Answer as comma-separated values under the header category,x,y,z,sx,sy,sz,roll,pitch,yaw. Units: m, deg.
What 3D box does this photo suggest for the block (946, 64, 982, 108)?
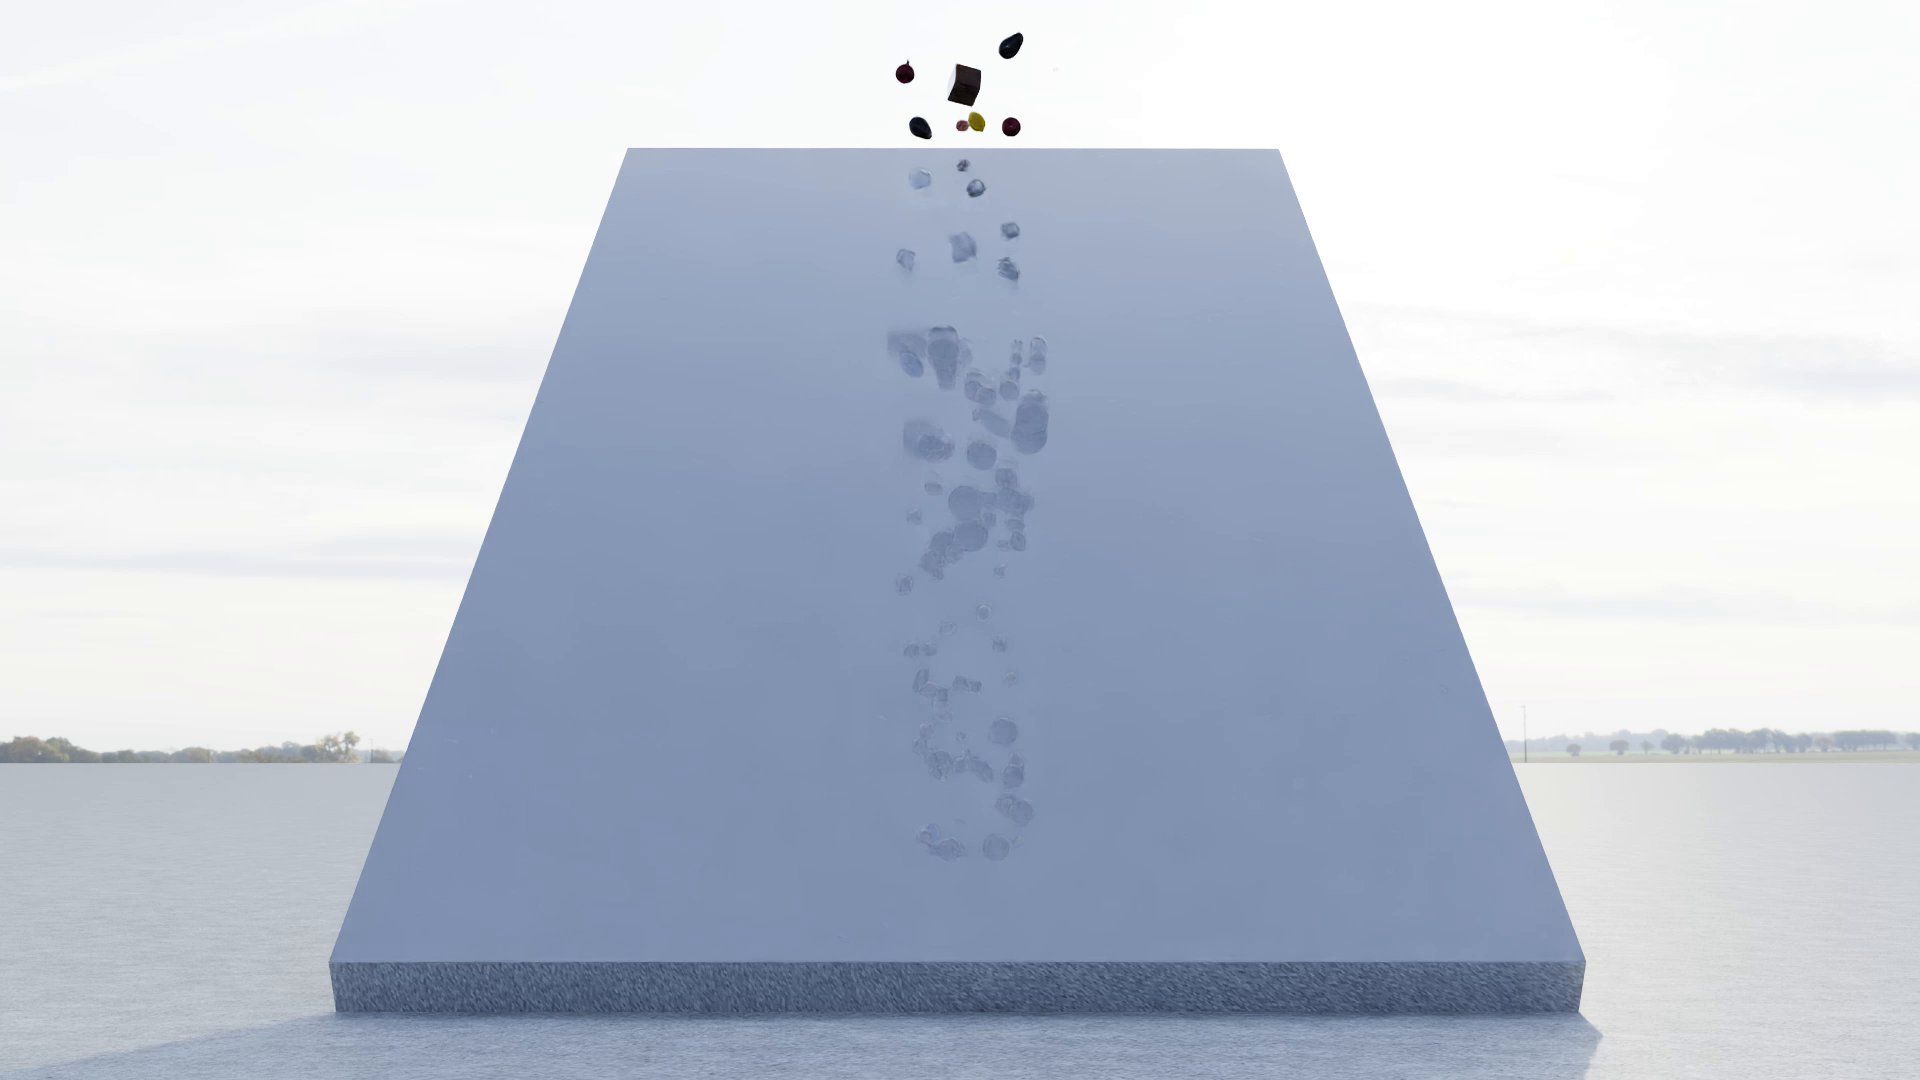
category,x,y,z,sx,sy,sz,roll,pitch,yaw
block,0.012,-1.344,7.047,0.080,0.080,0.080,13,-39,-13

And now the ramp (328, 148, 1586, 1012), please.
category,x,y,z,sx,sy,sz,roll,pitch,yaw
ramp,-0.011,-0.223,5.582,2.000,0.100,4.000,0,28,0
